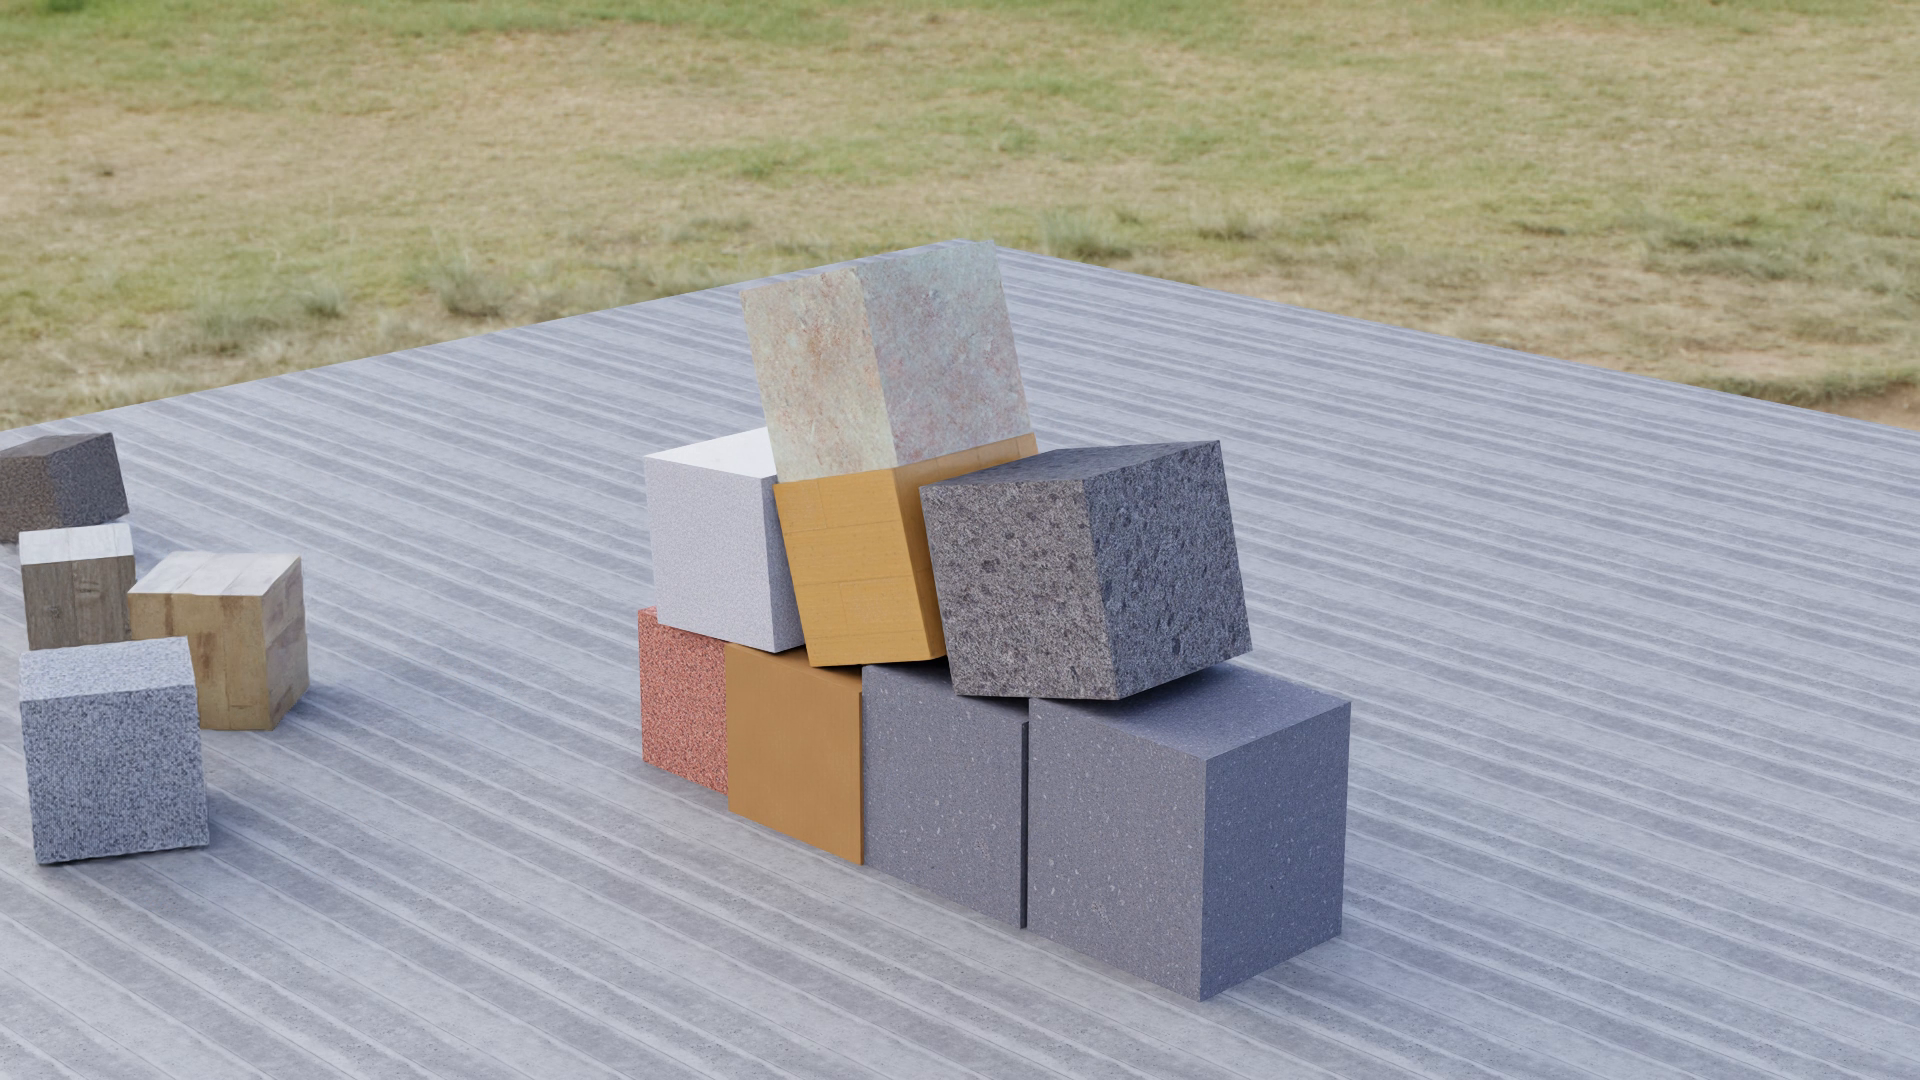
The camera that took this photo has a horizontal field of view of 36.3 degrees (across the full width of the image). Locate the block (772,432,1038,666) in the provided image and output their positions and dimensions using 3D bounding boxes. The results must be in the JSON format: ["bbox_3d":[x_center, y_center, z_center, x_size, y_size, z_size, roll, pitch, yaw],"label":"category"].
[{"bbox_3d":[-0.176,0.046,13.561,0.890,0.866,0.856,-16,7,-41],"label":"block"}]

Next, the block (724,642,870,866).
[{"bbox_3d":[-0.444,0.897,14.070,0.929,0.852,0.978,17,24,42],"label":"block"}]

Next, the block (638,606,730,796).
[{"bbox_3d":[-1.048,0.735,14.668,0.798,0.802,0.767,17,24,42],"label":"block"}]

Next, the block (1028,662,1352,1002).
[{"bbox_3d":[0.984,1.203,12.706,0.952,1.086,0.995,-17,24,-42],"label":"block"}]

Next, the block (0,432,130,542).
[{"bbox_3d":[-5.681,-0.337,18.390,0.568,0.531,0.597,-2,15,27],"label":"block"}]

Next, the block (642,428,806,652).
[{"bbox_3d":[-0.871,-0.032,14.243,0.901,0.840,0.901,-16,18,-41],"label":"block"}]

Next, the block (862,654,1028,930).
[{"bbox_3d":[0.258,1.041,13.417,1.001,0.968,0.985,17,24,42],"label":"block"}]

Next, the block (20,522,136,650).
[{"bbox_3d":[-4.978,0.273,16.588,0.604,0.533,0.637,-5,18,-17],"label":"block"}]

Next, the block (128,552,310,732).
[{"bbox_3d":[-3.888,0.527,15.427,0.700,0.743,0.696,1,18,4],"label":"block"}]

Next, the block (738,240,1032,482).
[{"bbox_3d":[-0.343,-0.820,13.495,0.831,0.903,0.869,-16,7,-41],"label":"block"}]

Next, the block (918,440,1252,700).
[{"bbox_3d":[0.548,0.126,12.801,0.867,0.936,1.004,-17,10,-42],"label":"block"}]

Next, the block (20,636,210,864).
[{"bbox_3d":[-4.003,0.979,13.863,0.778,0.789,0.786,-5,16,-16],"label":"block"}]
